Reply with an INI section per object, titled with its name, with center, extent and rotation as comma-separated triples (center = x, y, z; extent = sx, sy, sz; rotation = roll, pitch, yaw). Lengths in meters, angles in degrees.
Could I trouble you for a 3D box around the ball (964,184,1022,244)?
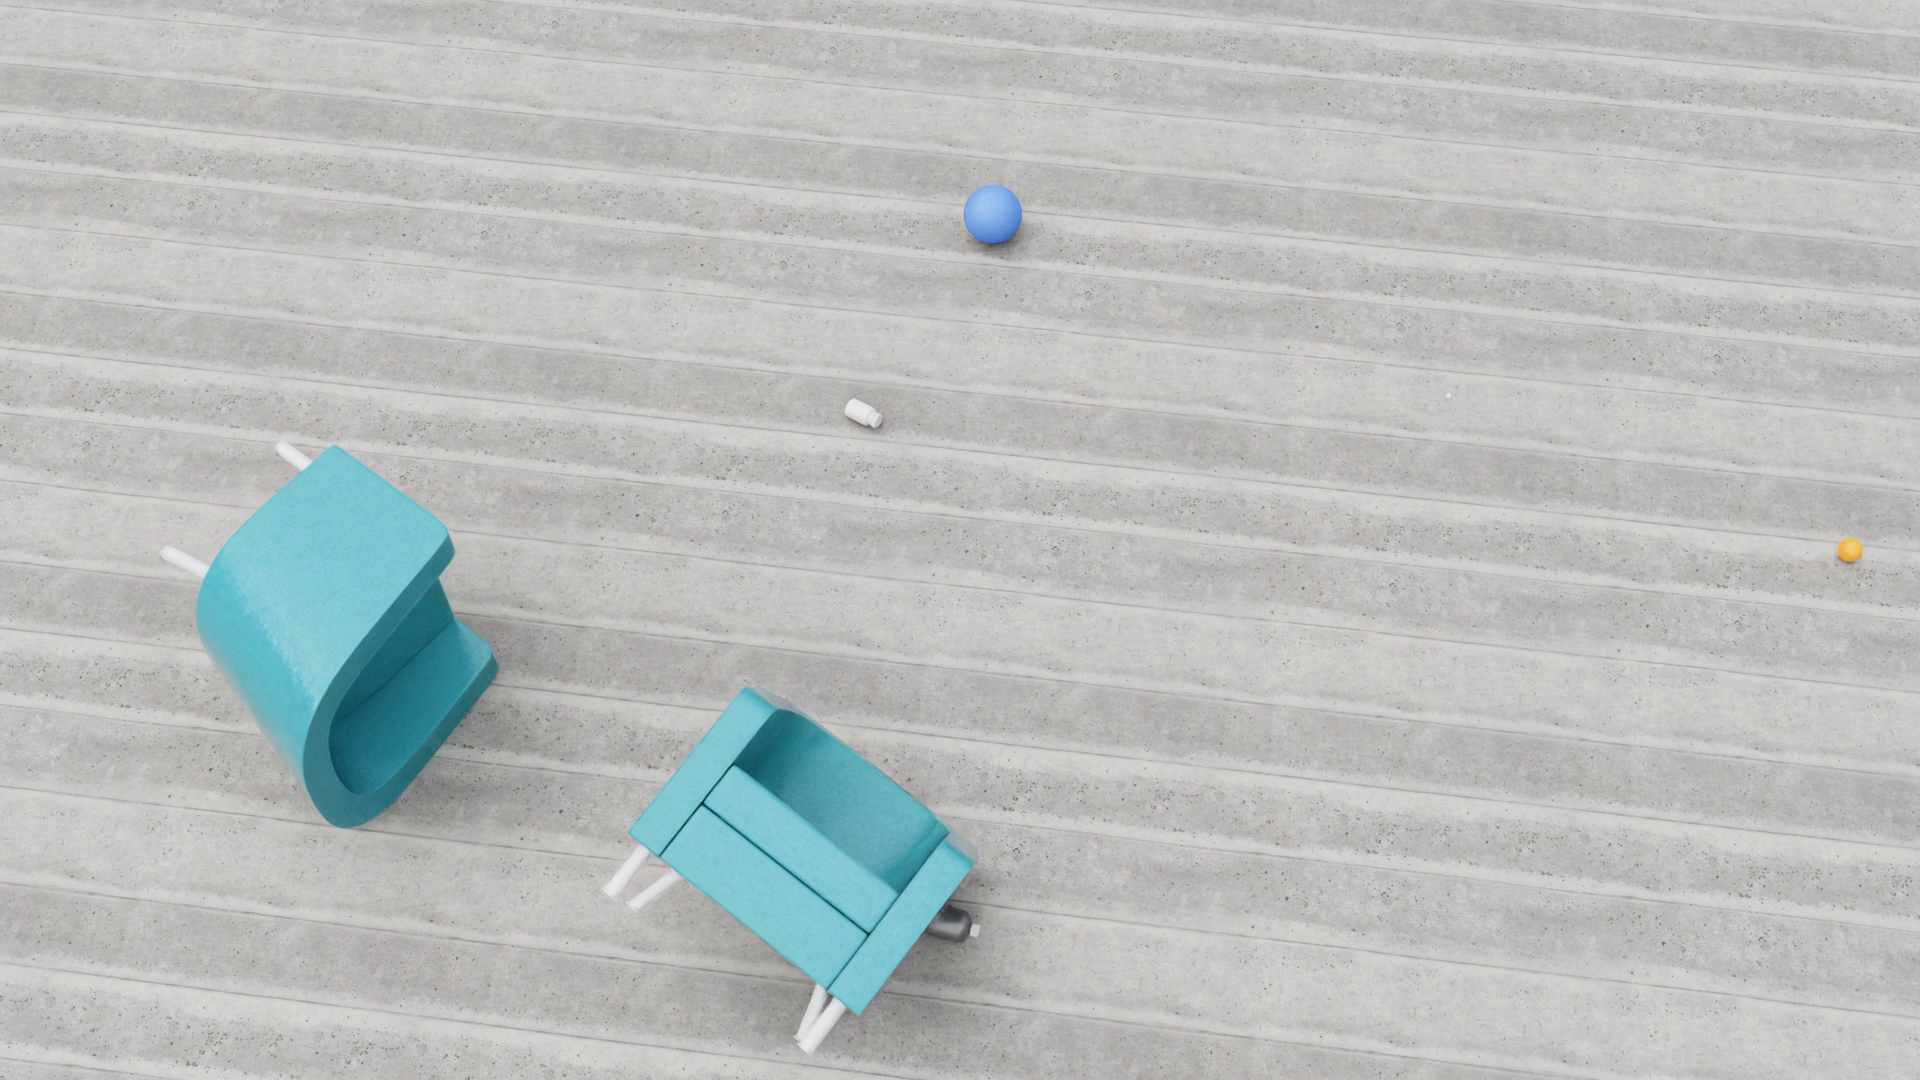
[ball]
center = 0.107, -1.062, 7.171
extent = 0.192, 0.192, 0.192
rotation = 0, 56, 0
